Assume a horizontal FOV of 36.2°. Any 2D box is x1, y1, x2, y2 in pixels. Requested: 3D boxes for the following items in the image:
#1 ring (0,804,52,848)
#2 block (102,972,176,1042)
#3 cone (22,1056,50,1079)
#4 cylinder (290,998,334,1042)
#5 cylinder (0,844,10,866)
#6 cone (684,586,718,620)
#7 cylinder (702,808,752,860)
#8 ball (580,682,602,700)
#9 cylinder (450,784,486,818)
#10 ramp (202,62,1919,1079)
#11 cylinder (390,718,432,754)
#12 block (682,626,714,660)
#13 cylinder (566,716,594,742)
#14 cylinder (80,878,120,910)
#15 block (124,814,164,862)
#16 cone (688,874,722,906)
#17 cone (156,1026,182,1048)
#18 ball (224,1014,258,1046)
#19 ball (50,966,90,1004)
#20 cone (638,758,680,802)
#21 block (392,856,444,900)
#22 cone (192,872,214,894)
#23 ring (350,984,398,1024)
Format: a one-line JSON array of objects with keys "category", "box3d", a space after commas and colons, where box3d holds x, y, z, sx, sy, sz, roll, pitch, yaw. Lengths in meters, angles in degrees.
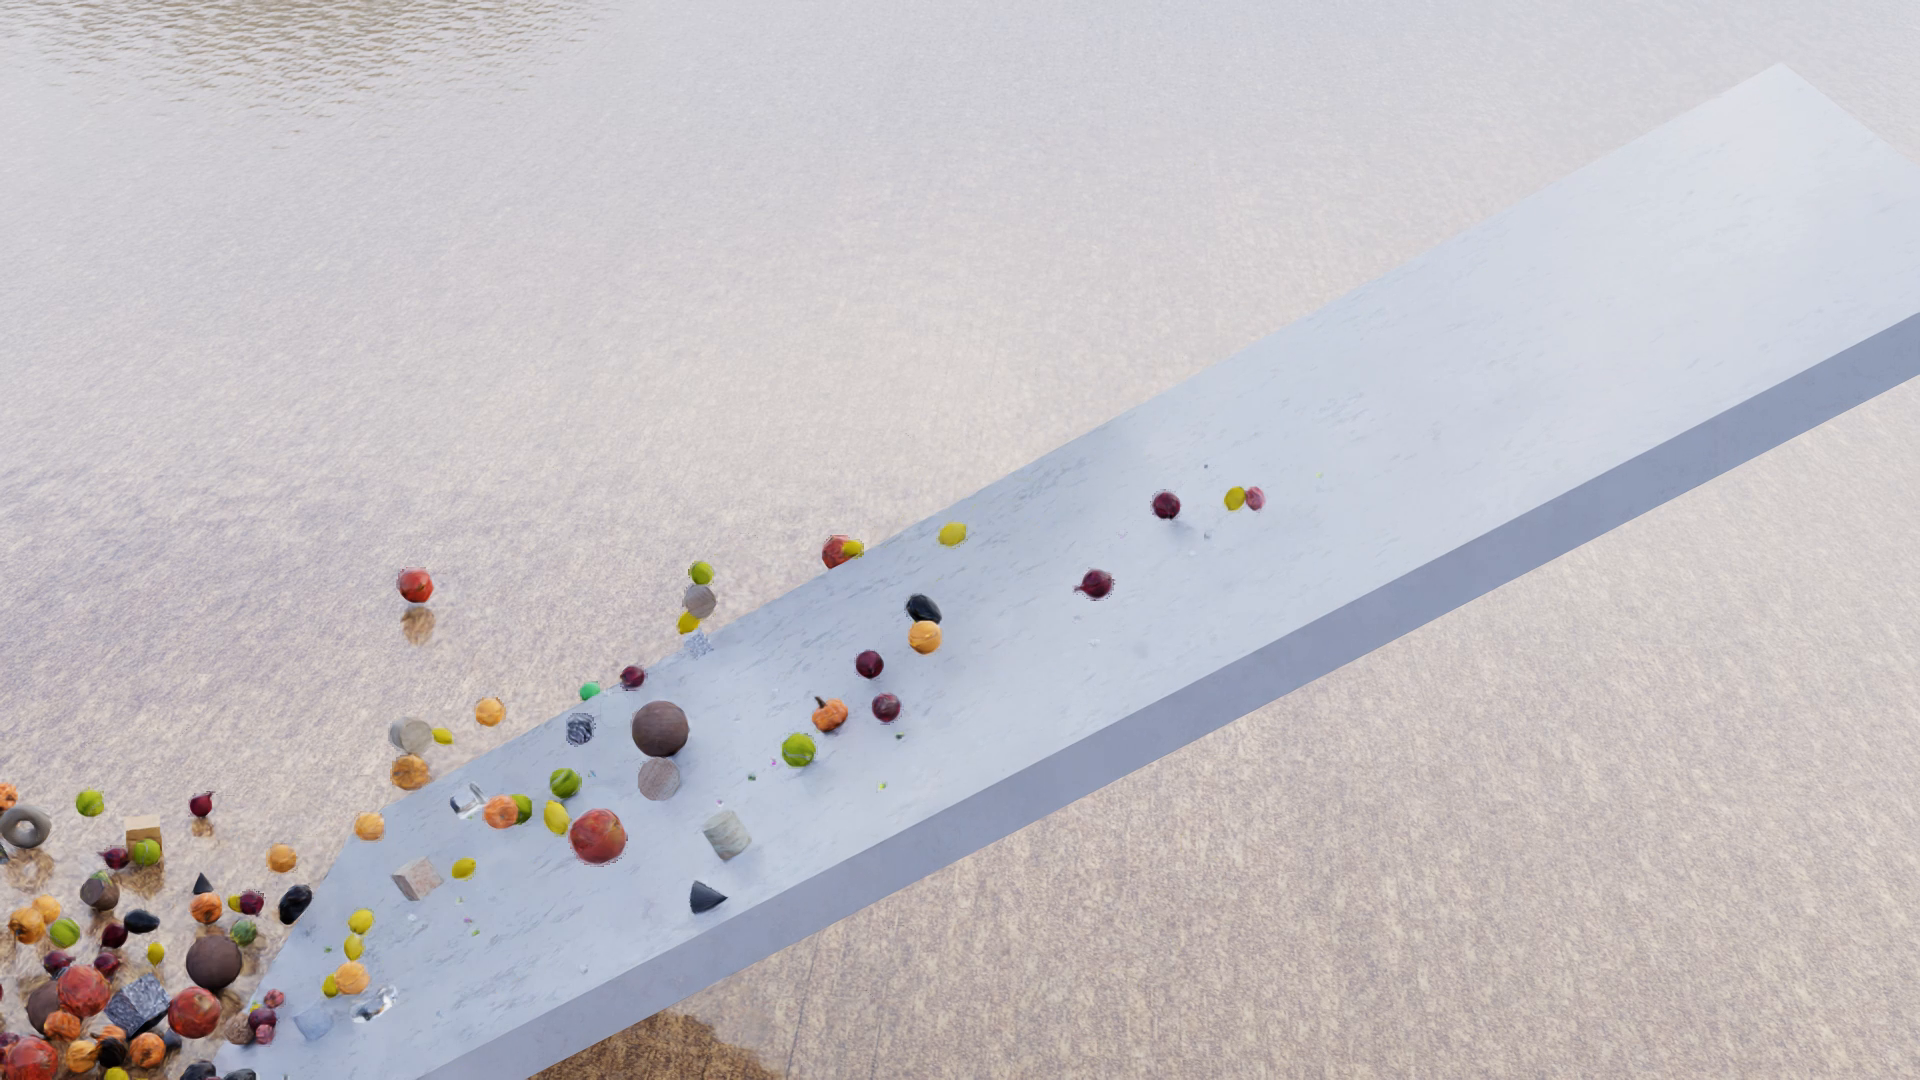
[{"category": "ring", "box3d": [-2.432, 0.744, 7.653, 0.130, 0.130, 0.043, -3, 28, -8]}, {"category": "block", "box3d": [-1.867, 1.062, 6.688, 0.096, 0.096, 0.096, 51, 34, 7]}, {"category": "cone", "box3d": [-2.044, 1.167, 6.492, 0.059, 0.059, 0.059, 0, 18, 0]}, {"category": "cylinder", "box3d": [-1.357, 1.005, 6.162, 0.066, 0.066, 0.066, -29, 14, 8]}, {"category": "cylinder", "box3d": [-2.423, 0.783, 7.322, 0.081, 0.081, 0.081, -30, 30, -22]}, {"category": "cone", "box3d": [-0.640, 0.148, 7.484, 0.089, 0.089, 0.089, 9, 19, 25]}, {"category": "cylinder", "box3d": [-0.458, 0.578, 5.770, 0.072, 0.072, 0.072, -29, 14, 8]}, {"category": "ball", "box3d": [-0.943, 0.391, 7.512, 0.054, 0.054, 0.054, 0, 18, 0]}, {"category": "cylinder", "box3d": [-1.148, 0.608, 6.858, 0.060, 0.060, 0.060, -34, 15, 10]}, {"category": "ramp", "box3d": [0.142, 0.168, 6.284, 4.000, 0.100, 2.000, -28, 15, 12]}, {"category": "cylinder", "box3d": [-1.540, 0.547, 8.256, 0.092, 0.092, 0.092, -11, 8, -30]}, {"category": "block", "box3d": [-0.650, 0.257, 7.270, 0.055, 0.055, 0.055, -32, 14, -4]}, {"category": "cylinder", "box3d": [-0.920, 0.458, 7.122, 0.061, 0.061, 0.061, 1, -3, 3]}, {"category": "cylinder", "box3d": [-2.134, 0.879, 7.298, 0.067, 0.067, 0.067, 9, -17, 25]}, {"category": "block", "box3d": [-2.119, 0.772, 7.635, 0.087, 0.087, 0.087, -5, 19, -16]}, {"category": "cone", "box3d": [-0.468, 0.675, 5.550, 0.065, 0.065, 0.065, 29, 27, 15]}, {"category": "cone", "box3d": [-1.795, 1.134, 6.648, 0.052, 0.052, 0.052, -30, 23, -5]}, {"category": "ball", "box3d": [-1.560, 1.061, 6.377, 0.069, 0.069, 0.069, 0, 18, 0]}, {"category": "ball", "box3d": [-2.072, 1.035, 6.840, 0.089, 0.089, 0.089, 0, 18, 0]}, {"category": "cone", "box3d": [-0.642, 0.524, 6.381, 0.095, 0.095, 0.095, 3, -10, 9]}, {"category": "block", "box3d": [-1.235, 0.770, 6.692, 0.071, 0.071, 0.071, -40, 17, -31]}, {"category": "cone", "box3d": [-1.912, 0.860, 7.423, 0.054, 0.054, 0.054, 0, 18, 0]}, {"category": "ring", "box3d": [-1.213, 0.959, 6.087, 0.109, 0.036, 0.109, -30, 13, 8]}]
